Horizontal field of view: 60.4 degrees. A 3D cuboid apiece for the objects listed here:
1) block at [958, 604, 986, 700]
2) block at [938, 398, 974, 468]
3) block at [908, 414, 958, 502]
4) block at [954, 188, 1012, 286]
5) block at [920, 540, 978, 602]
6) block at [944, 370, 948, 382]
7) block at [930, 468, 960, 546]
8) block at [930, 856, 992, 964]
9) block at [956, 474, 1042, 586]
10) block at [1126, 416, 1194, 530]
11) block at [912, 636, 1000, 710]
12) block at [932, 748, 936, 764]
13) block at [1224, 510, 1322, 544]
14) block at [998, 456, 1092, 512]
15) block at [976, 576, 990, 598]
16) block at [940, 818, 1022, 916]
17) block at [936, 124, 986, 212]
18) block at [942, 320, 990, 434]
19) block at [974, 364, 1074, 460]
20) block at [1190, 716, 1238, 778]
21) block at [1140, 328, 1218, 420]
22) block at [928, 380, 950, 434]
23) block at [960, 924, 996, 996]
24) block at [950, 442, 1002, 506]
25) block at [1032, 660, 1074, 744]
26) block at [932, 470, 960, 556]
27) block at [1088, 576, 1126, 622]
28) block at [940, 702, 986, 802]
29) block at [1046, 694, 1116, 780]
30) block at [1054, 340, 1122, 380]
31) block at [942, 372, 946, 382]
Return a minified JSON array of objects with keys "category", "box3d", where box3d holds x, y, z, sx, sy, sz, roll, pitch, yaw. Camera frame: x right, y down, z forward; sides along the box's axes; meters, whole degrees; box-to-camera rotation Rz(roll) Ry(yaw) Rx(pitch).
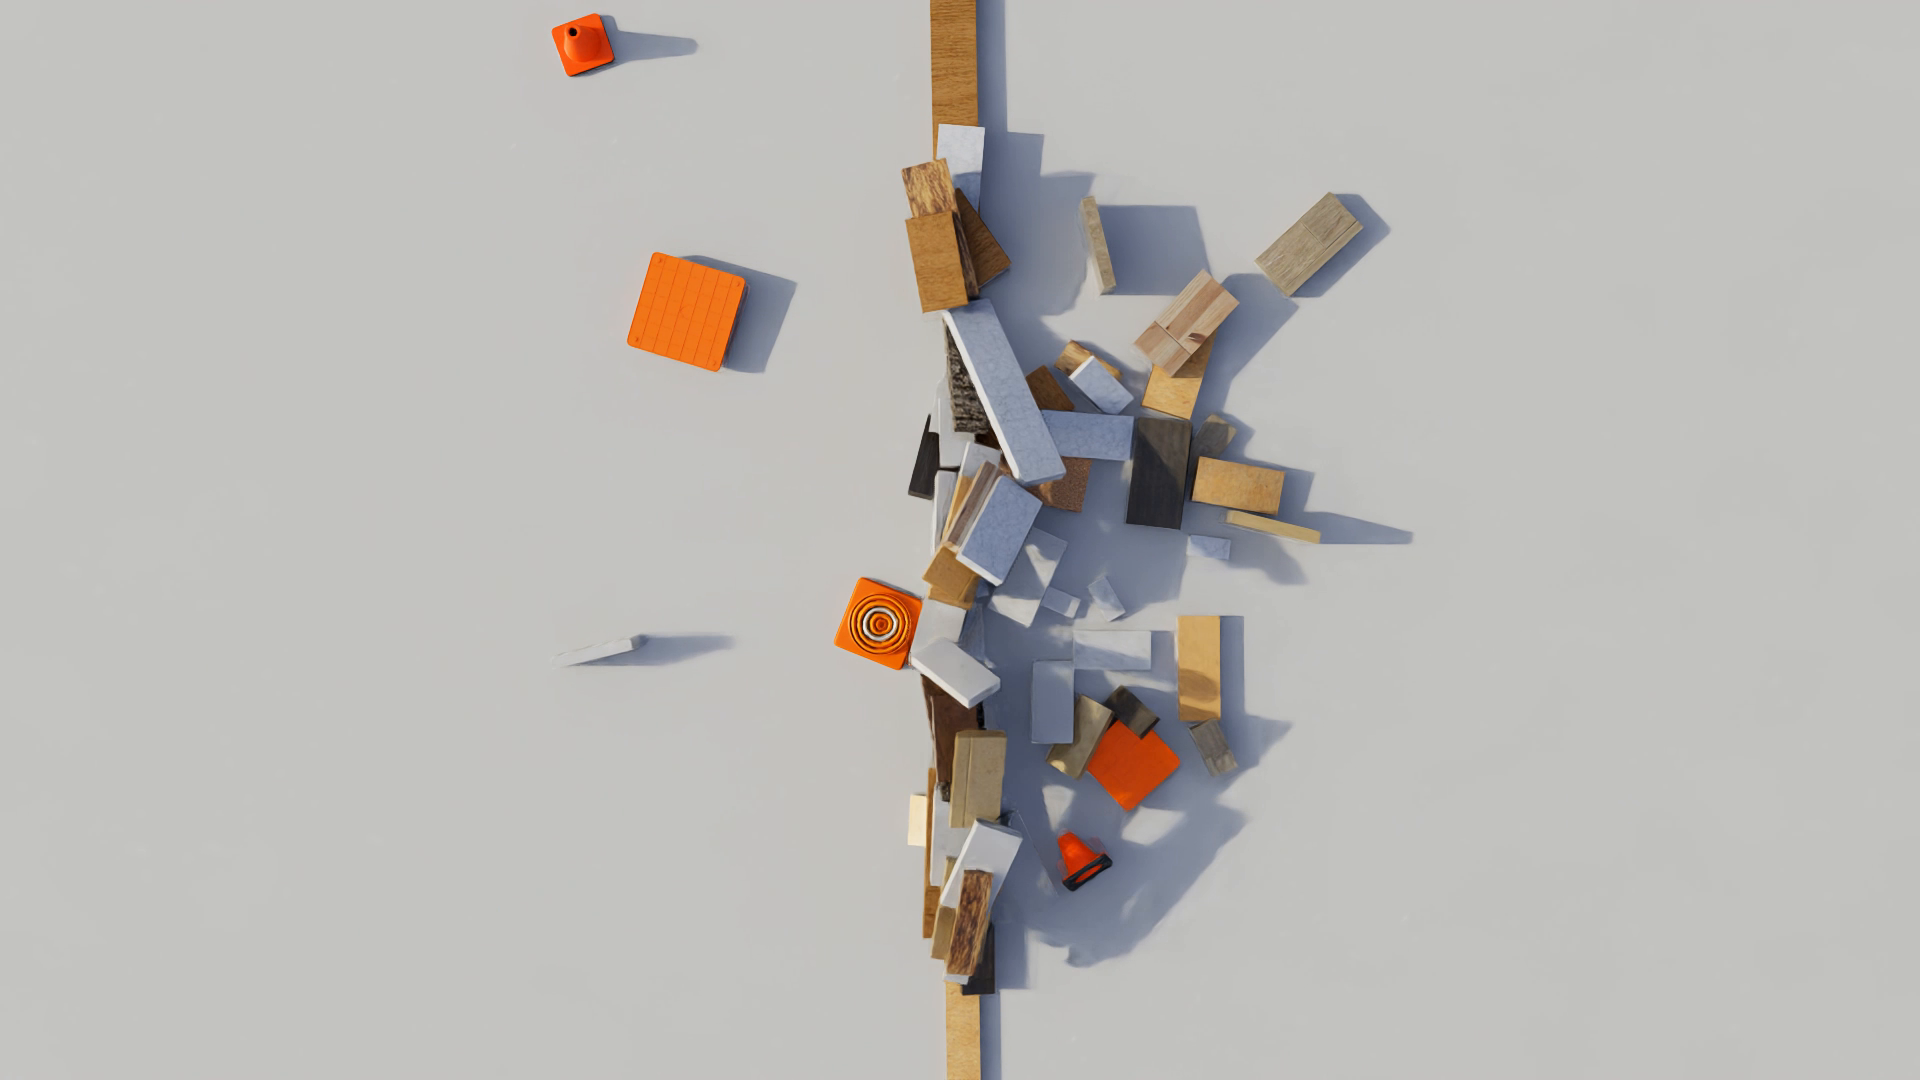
[{"category":"block","box3d":[0.002,0.370,5.417,0.158,0.045,0.315,-2,67,0]},{"category":"block","box3d":[-0.011,-0.348,5.358,0.113,0.032,0.225,0,81,-8]},{"category":"block","box3d":[-0.071,-0.265,5.432,0.140,0.040,0.281,14,69,0]},{"category":"block","box3d":[0.022,-0.988,5.410,0.150,0.042,0.300,-35,101,9]},{"category":"block","box3d":[0.013,0.036,5.215,0.144,0.041,0.288,34,79,-12]},{"category":"block","box3d":[-0.006,-0.552,5.465,0.085,0.024,0.169,12,75,0]},{"category":"block","box3d":[-0.020,-0.114,5.423,0.140,0.040,0.281,3,65,0]},{"category":"block","box3d":[0.013,1.194,5.313,0.165,0.047,0.330,8,100,-7]},{"category":"block","box3d":[0.124,-0.032,5.139,0.159,0.045,0.318,34,61,-11]},{"category":"block","box3d":[0.661,-0.220,5.457,0.177,0.050,0.354,7,90,12]},{"category":"block","box3d":[-0.013,0.418,5.229,0.136,0.039,0.273,-31,48,-30]},{"category":"block","box3d":[-0.010,0.578,5.381,0.158,0.045,0.315,2,62,-7]},{"category":"block","box3d":[1.027,-0.041,5.427,0.292,0.146,0.041,14,90,0]},{"category":"block","box3d":[0.245,-0.214,5.475,0.354,0.050,0.177,12,90,0]},{"category":"block","box3d":[0.062,0.141,5.455,0.047,0.013,0.094,-14,80,-5]},{"category":"block","box3d":[0.068,1.038,5.215,0.153,0.043,0.307,19,108,-11]},{"category":"block","box3d":[-0.005,-1.210,5.436,0.151,0.043,0.302,5,90,0]},{"category":"block","box3d":[0.018,-0.540,5.376,0.113,0.032,0.418,4,63,-21]},{"category":"block","box3d":[0.184,-0.405,5.435,0.354,0.050,0.177,-35,88,-11]},{"category":"block","box3d":[0.841,0.686,5.467,0.091,0.026,0.183,-25,101,5]},{"category":"block","box3d":[0.730,-0.581,5.477,0.165,0.047,0.330,17,90,0]},{"category":"block","box3d":[-0.046,-0.433,5.420,0.085,0.024,0.169,10,90,0]},{"category":"block","box3d":[0.058,1.387,5.451,0.111,0.031,0.222,0,90,-14]},{"category":"block","box3d":[0.052,-0.193,5.316,0.112,0.032,0.225,16,84,-14]},{"category":"block","box3d":[0.306,0.536,5.452,0.135,0.038,0.270,1,77,0]},{"category":"block","box3d":[-0.014,-0.078,5.332,0.140,0.040,0.281,8,72,-15]},{"category":"block","box3d":[0.487,0.197,5.490,0.068,0.019,0.137,-31,90,0]},{"category":"block","box3d":[0.007,0.674,5.280,0.158,0.045,0.315,-2,64,-9]},{"category":"block","box3d":[0.398,0.652,5.454,0.127,0.036,0.255,27,90,28]},{"category":"block","box3d":[0.427,-0.566,5.485,0.208,0.029,0.104,34,90,0]},{"category":"block","box3d":[-0.028,-0.465,5.466,0.085,0.024,0.169,11,75,0]}]
